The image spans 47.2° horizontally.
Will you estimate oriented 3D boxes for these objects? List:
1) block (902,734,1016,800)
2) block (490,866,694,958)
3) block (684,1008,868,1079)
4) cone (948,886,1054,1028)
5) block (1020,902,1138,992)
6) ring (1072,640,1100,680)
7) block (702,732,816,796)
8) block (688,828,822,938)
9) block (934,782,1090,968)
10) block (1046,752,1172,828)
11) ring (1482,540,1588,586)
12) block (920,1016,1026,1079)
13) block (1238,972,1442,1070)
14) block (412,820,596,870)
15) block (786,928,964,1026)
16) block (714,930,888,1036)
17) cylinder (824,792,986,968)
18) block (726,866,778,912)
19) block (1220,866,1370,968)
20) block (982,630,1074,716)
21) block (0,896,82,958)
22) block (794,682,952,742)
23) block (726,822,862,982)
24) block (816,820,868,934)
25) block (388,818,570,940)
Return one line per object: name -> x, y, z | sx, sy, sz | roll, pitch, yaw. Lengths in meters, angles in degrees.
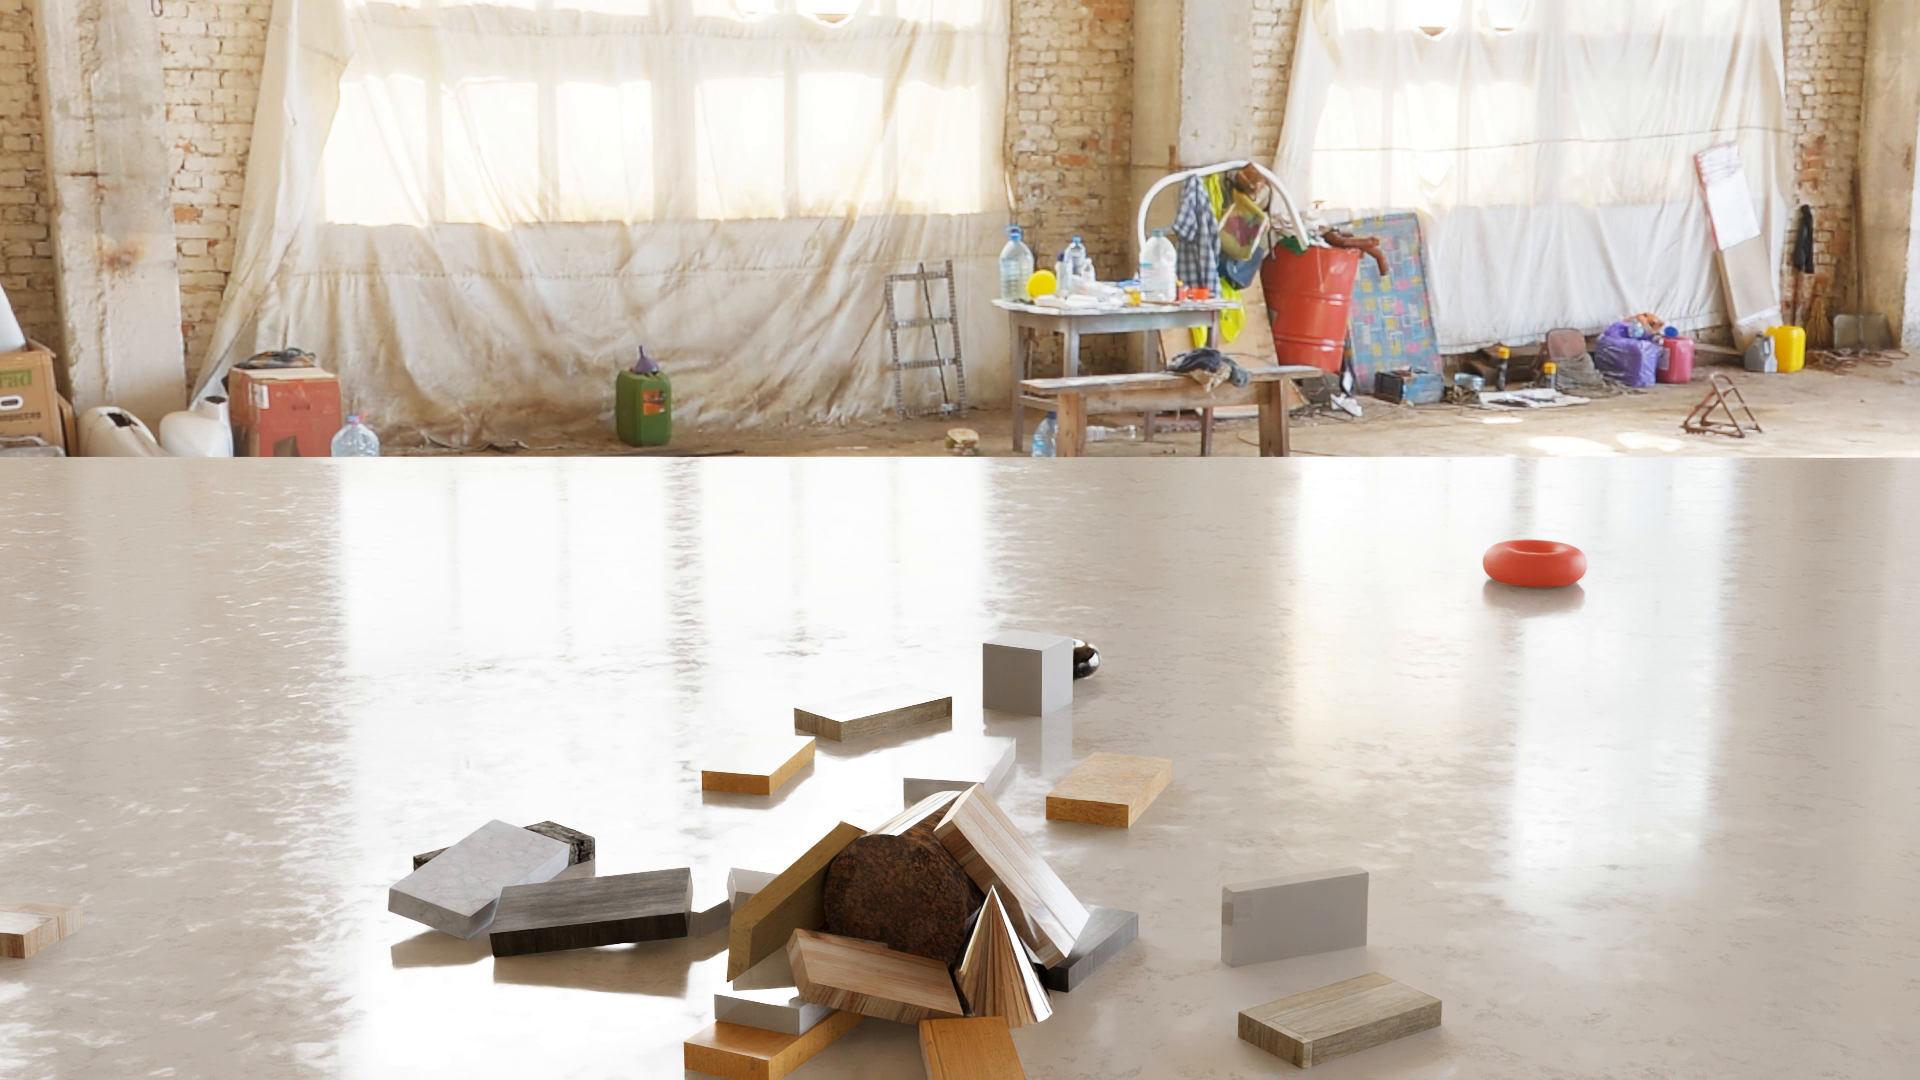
block -> 0.002, 0.447, 4.316 | 0.157, 0.045, 0.315 | 2, 11, 12
block -> -0.575, 0.583, 3.450 | 0.300, 0.042, 0.150 | -6, 19, -1
block -> -0.253, 0.682, 3.070 | 0.135, 0.038, 0.271 | 5, 12, 27
cone -> 0.047, 0.588, 3.185 | 0.182, 0.182, 0.182 | 0, 11, 0
block -> 0.162, 0.623, 3.388 | 0.133, 0.038, 0.266 | 5, 12, 27
ring -> 0.221, 0.279, 5.146 | 0.219, 0.073, 0.219 | 0, 9, 0
block -> -0.397, 0.442, 4.359 | 0.139, 0.039, 0.278 | 3, 11, 14
block -> -0.368, 0.568, 3.671 | 0.150, 0.042, 0.408 | 6, 12, 30
block -> 0.079, 0.500, 3.286 | 0.038, 0.266, 0.133 | -38, 3, 26
block -> 0.286, 0.472, 4.181 | 0.158, 0.045, 0.315 | 4, 11, 19
ring -> 1.629, 0.066, 6.236 | 0.289, 0.096, 0.289 | -1, 12, 0
block -> 0.016, 0.705, 2.955 | 0.119, 0.034, 0.238 | -1, 11, -7
block -> 0.537, 0.676, 3.105 | 0.265, 0.038, 0.133 | -7, 13, -34
block -> -0.783, 0.547, 3.791 | 0.139, 0.039, 0.278 | 10, 15, 43
block -> -0.120, 0.621, 3.099 | 0.238, 0.034, 0.119 | 17, 22, -22
block -> -0.224, 0.629, 3.142 | 0.135, 0.038, 0.271 | 5, 12, 24
cylinder -> -0.048, 0.529, 3.358 | 0.235, 0.235, 0.235 | 5, 12, 25
block -> -0.251, 0.575, 3.522 | 0.236, 0.033, 0.118 | 10, 8, -12
block -> 0.518, 0.580, 3.394 | 0.240, 0.120, 0.034 | -4, 11, -22
block -> 0.150, 0.293, 4.862 | 0.148, 0.148, 0.148 | 6, 12, 29
block -> -1.553, 0.606, 3.477 | 0.278, 0.039, 0.139 | 3, 11, 15
block -> -0.185, 0.369, 4.735 | 0.315, 0.045, 0.158 | -10, 14, -42
block -> -0.248, 0.550, 3.308 | 0.038, 0.135, 0.271 | 26, 38, 24
block -> -0.182, 0.548, 3.480 | 0.118, 0.033, 0.236 | 21, 36, 9
block -> -0.785, 0.552, 3.606 | 0.150, 0.042, 0.300 | 16, 20, 18
